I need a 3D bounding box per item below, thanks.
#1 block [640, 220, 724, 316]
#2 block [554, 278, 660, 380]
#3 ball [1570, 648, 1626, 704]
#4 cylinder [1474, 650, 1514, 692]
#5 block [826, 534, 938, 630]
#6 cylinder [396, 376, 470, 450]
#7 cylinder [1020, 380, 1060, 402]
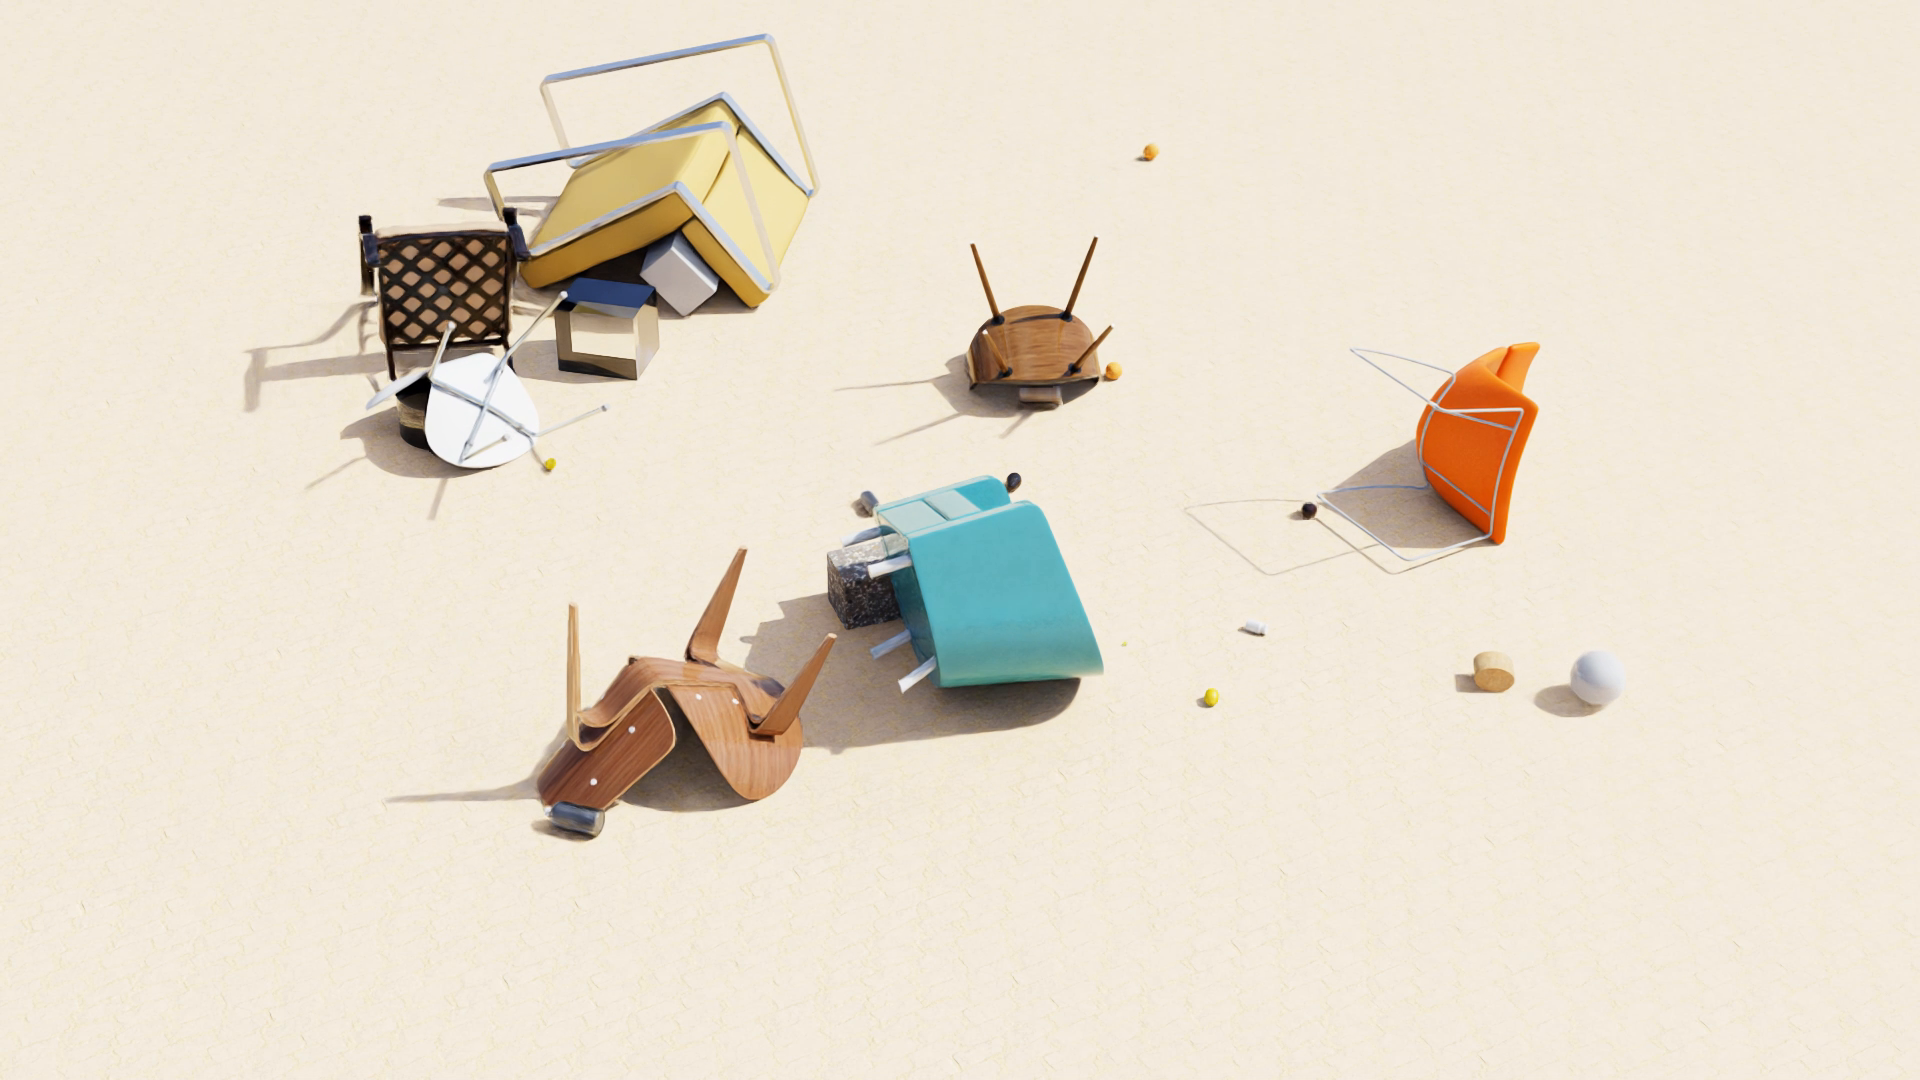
[{"bbox_3d":[-1.174,-1.147,12.392,0.188,0.265,0.262,-35,24,24],"label":"block"},{"bbox_3d":[-1.443,-0.865,11.997,0.339,0.286,0.281,8,34,12],"label":"block"},{"bbox_3d":[2.189,0.469,10.059,0.192,0.192,0.192,0,33,0],"label":"ball"},{"bbox_3d":[1.851,0.455,10.164,0.137,0.099,0.102,8,34,1],"label":"cylinder"},{"bbox_3d":[-0.277,0.149,10.532,0.352,0.205,0.209,-11,35,-17],"label":"block"},{"bbox_3d":[-2.076,-0.498,11.537,0.305,0.180,0.244,25,41,33],"label":"cylinder"},{"bbox_3d":[0.323,-0.598,11.777,0.163,0.081,0.142,2,24,2],"label":"cylinder"}]
